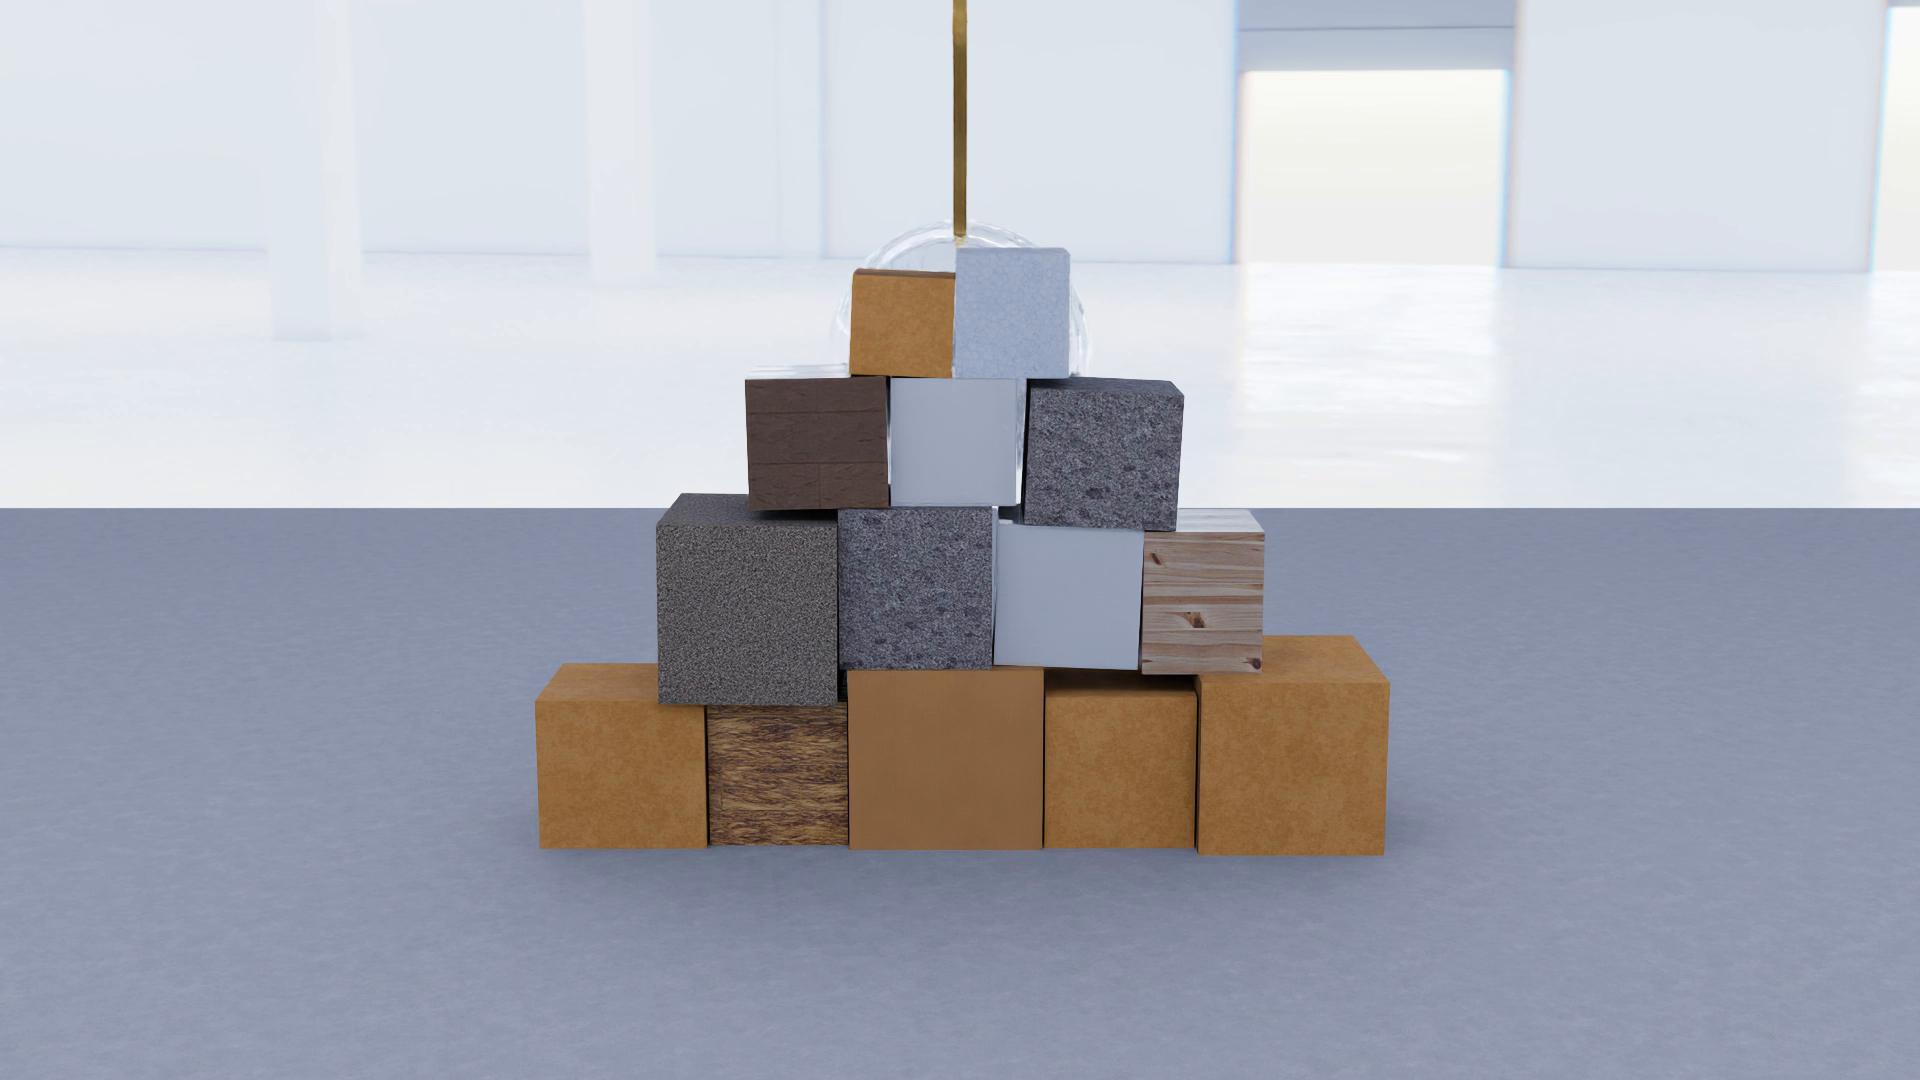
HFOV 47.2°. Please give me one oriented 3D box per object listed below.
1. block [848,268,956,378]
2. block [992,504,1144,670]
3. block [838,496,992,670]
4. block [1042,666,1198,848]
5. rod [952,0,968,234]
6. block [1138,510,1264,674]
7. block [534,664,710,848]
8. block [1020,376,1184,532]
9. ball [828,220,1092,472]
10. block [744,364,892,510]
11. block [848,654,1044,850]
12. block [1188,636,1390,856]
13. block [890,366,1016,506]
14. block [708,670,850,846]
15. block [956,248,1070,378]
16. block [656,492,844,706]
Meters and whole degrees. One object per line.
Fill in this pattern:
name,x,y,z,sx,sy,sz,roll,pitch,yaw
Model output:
block,-0.283,-1.089,10.981,0.501,0.483,0.577,3,10,0
block,0.538,0.225,11.210,0.715,0.711,0.657,2,10,0
block,-0.219,0.172,11.229,0.754,0.799,0.848,0,10,0
block,0.800,1.095,11.364,0.753,0.780,0.780,0,10,0
rod,0.000,-3.990,11.466,0.080,5.200,0.080,0,33,0
block,1.205,0.253,11.228,0.594,0.720,0.683,0,10,0
block,-1.690,1.103,11.367,0.838,0.763,0.806,0,10,0
block,0.704,-0.452,11.111,0.748,0.670,0.733,3,10,0
ball,0.000,-1.131,13.307,1.600,1.600,1.600,0,10,0
block,-0.699,-0.530,11.068,0.685,0.644,0.680,-1,10,0
block,-0.070,1.021,11.374,0.967,0.922,0.881,0,10,0
block,1.648,1.041,11.378,0.922,0.882,1.057,0,10,0
block,-0.031,-0.529,11.079,0.618,0.634,0.561,0,10,0
block,-0.913,1.112,11.369,0.697,0.744,0.693,0,10,0
block,0.255,-1.140,10.978,0.553,0.606,0.596,0,10,0
block,-1.042,0.285,11.242,0.880,0.897,0.988,1,10,0
